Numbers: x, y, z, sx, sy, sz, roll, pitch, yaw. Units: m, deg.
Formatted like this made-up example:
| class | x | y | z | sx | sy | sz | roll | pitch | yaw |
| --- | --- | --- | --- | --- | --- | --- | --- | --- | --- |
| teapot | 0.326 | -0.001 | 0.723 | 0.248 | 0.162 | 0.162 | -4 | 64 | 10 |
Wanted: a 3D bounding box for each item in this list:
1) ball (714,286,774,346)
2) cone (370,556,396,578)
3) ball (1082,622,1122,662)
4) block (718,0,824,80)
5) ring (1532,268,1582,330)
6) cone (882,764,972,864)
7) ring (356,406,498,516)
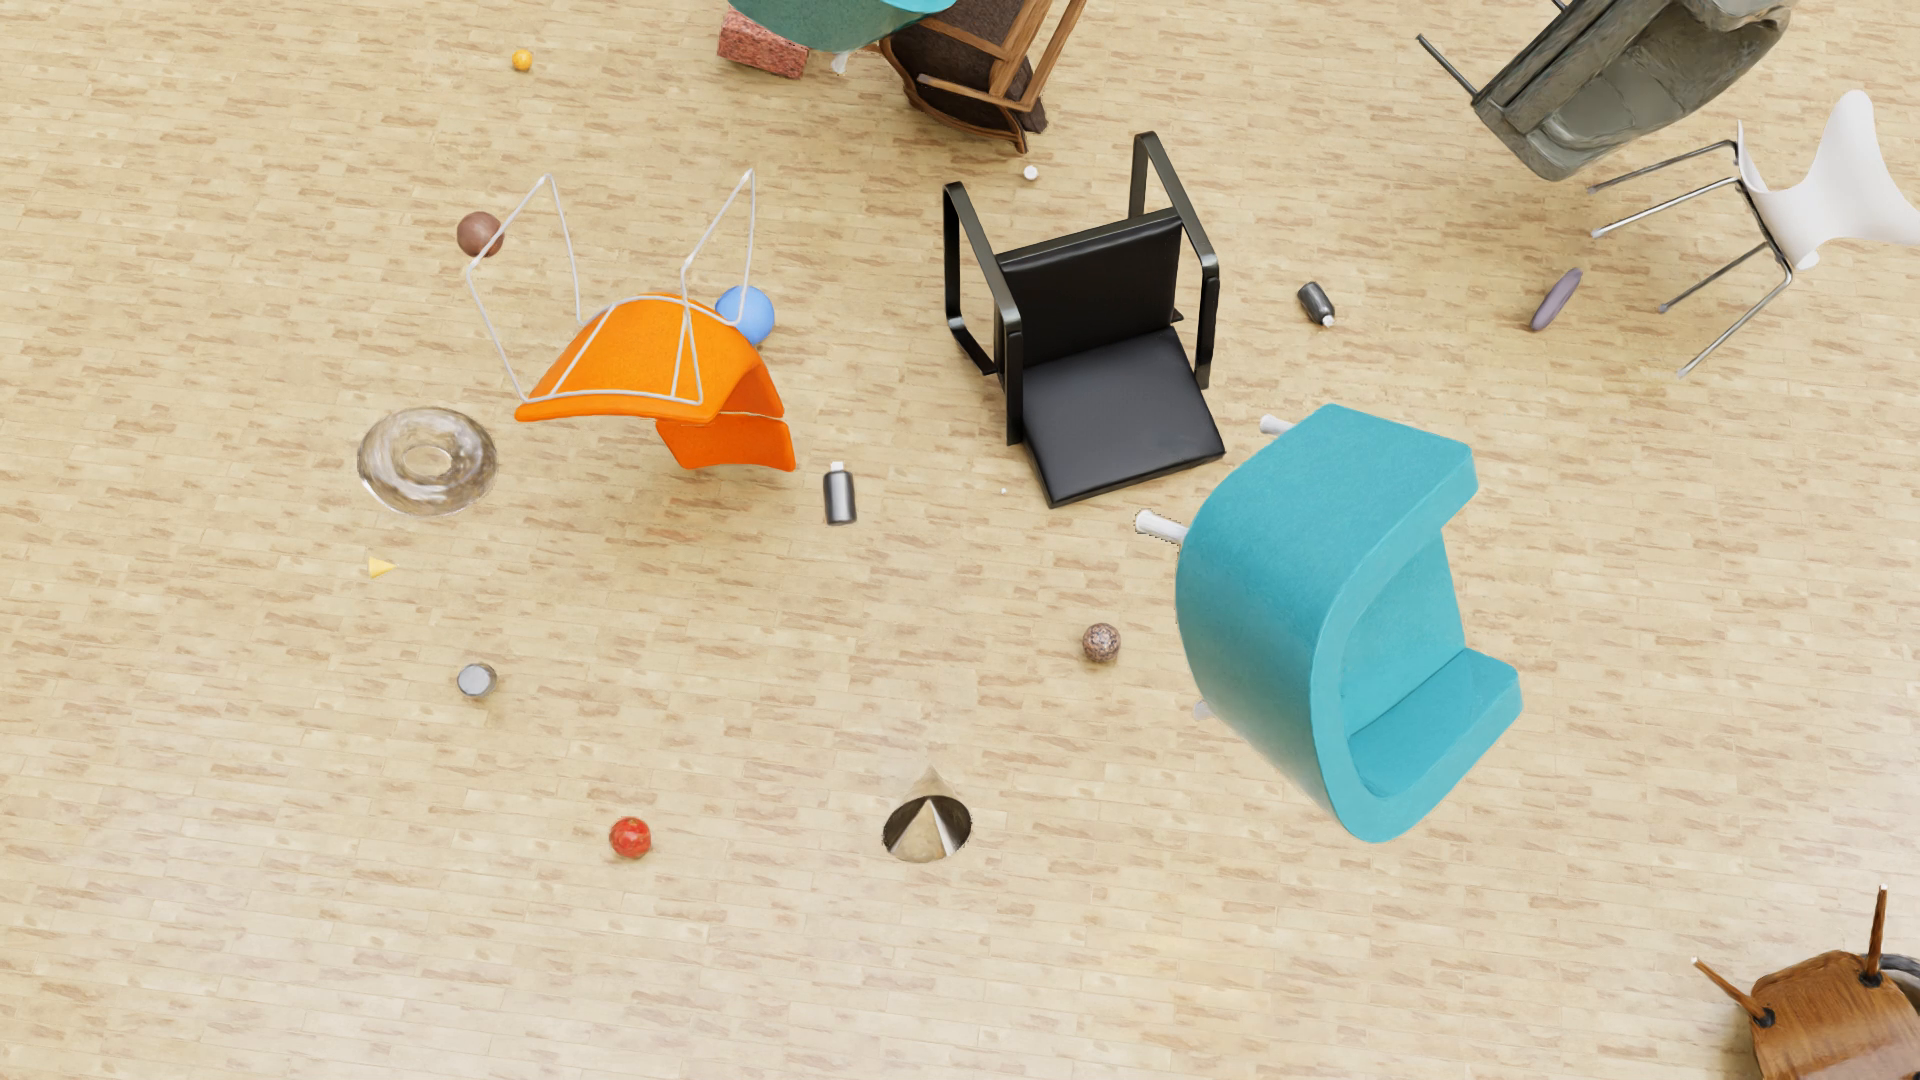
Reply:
| class | x | y | z | sx | sy | sz | roll | pitch | yaw |
| --- | --- | --- | --- | --- | --- | --- | --- | --- | --- |
| ball | -0.680 | -0.706 | 6.932 | 0.192 | 0.192 | 0.192 | 0 | 56 | 0 |
| cone | -1.574 | 0.074 | 6.016 | 0.070 | 0.061 | 0.060 | -4 | 15 | -4 |
| ball | 0.407 | 0.293 | 6.309 | 0.113 | 0.113 | 0.113 | 0 | 56 | 0 |
| block | -0.659 | -1.779 | 7.642 | 0.301 | 0.142 | 0.258 | 16 | 57 | -6 |
| ring | 1.905 | -0.770 | 7.022 | 0.050 | 0.114 | 0.280 | 34 | 69 | 18 |
| cone | -0.084 | 0.687 | 5.896 | 0.223 | 0.312 | 0.224 | 17 | 44 | -15 |
| ring | -1.599 | -0.237 | 6.607 | 0.424 | 0.126 | 0.364 | -13 | 69 | -30 |
